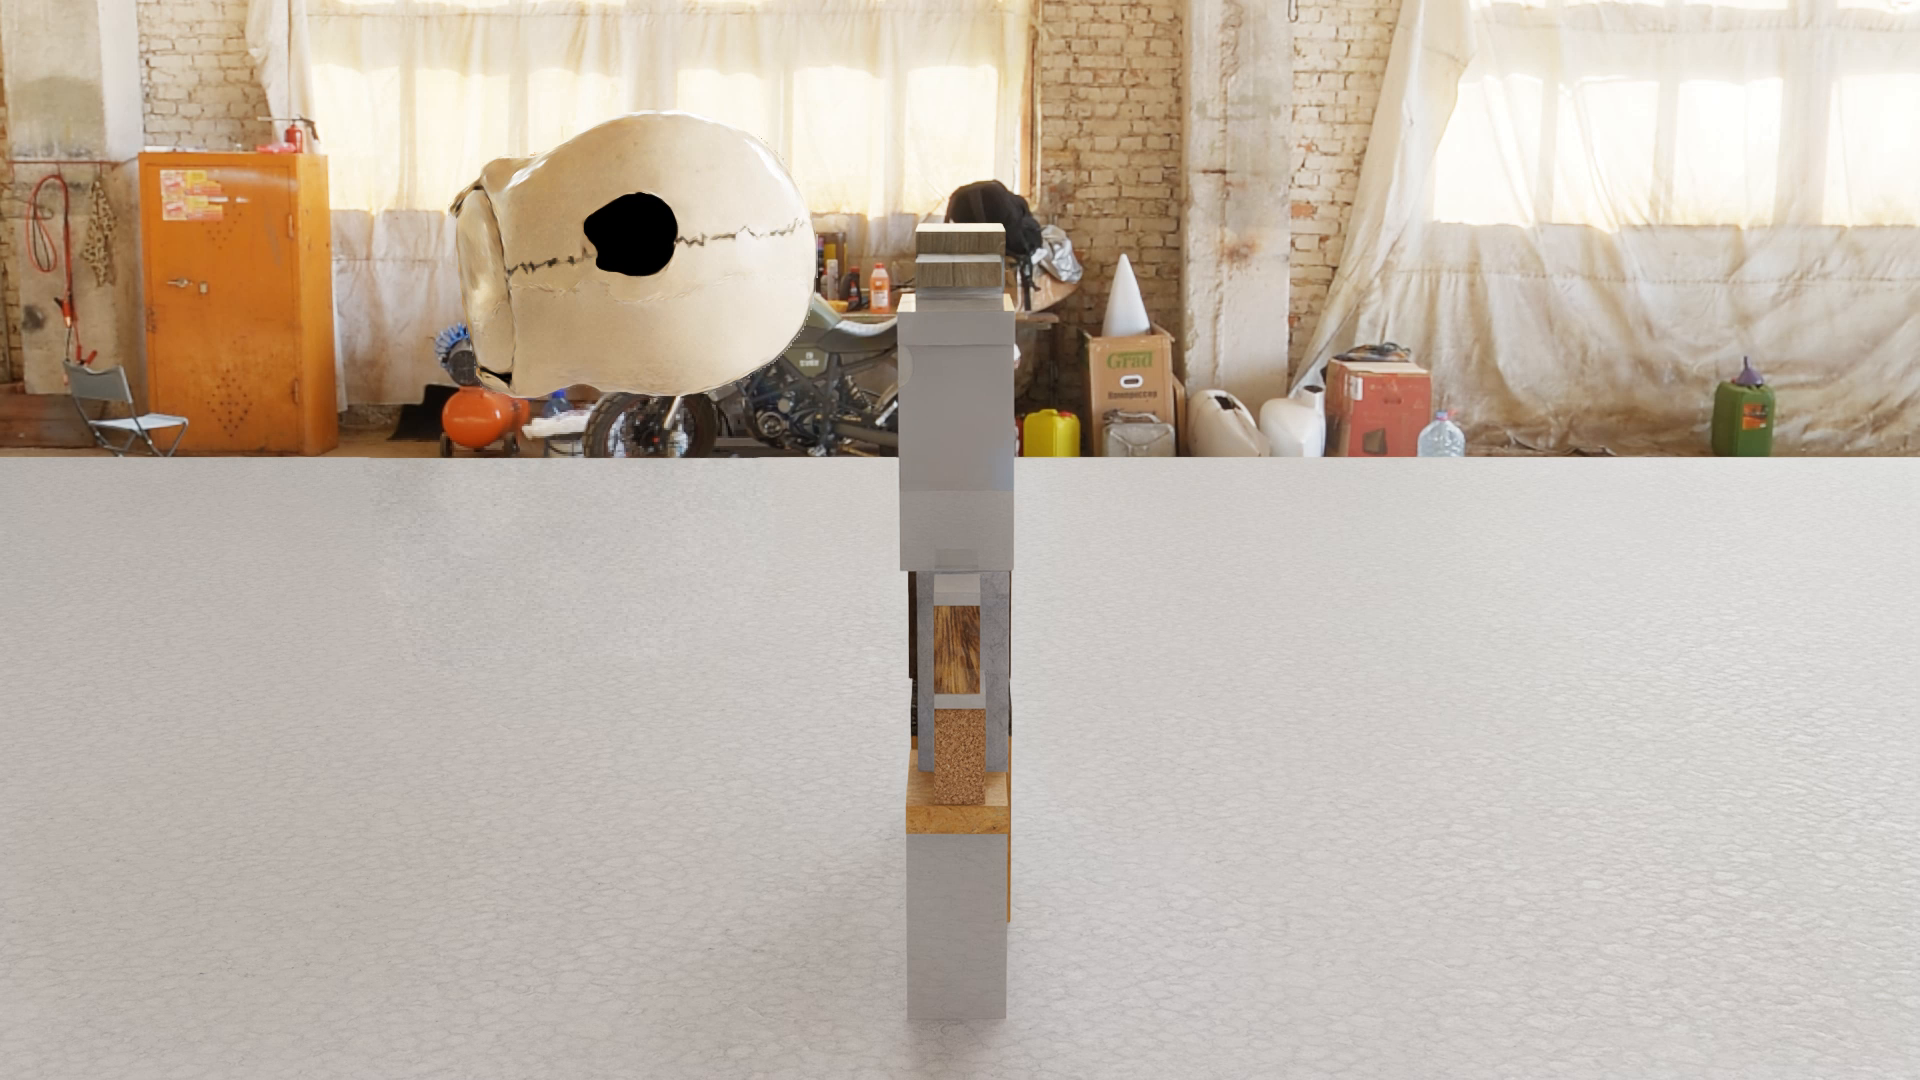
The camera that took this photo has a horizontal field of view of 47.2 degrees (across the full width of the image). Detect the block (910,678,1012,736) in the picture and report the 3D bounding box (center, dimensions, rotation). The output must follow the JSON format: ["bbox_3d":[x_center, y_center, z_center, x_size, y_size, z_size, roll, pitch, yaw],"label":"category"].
[{"bbox_3d":[0.002,0.257,3.601,0.159,0.045,0.318,0,11,0],"label":"block"}]

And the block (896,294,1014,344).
[{"bbox_3d":[-0.006,-0.326,3.225,0.164,0.047,0.329,0,11,0],"label":"block"}]

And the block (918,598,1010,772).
[{"bbox_3d":[0.005,0.206,3.223,0.133,0.266,0.038,0,11,0],"label":"block"}]

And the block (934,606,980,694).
[{"bbox_3d":[-0.004,0.148,3.034,0.063,0.127,0.018,0,11,0],"label":"block"}]

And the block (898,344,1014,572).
[{"bbox_3d":[-0.005,-0.121,3.152,0.164,0.328,0.047,0,11,0],"label":"block"}]

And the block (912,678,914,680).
[{"bbox_3d":[0.000,0.108,3.858,0.169,0.521,0.048,0,11,0],"label":"block"}]

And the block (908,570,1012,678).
[{"bbox_3d":[0.000,0.059,3.620,0.169,0.338,0.048,0,11,0],"label":"block"}]

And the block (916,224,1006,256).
[{"bbox_3d":[0.001,-0.518,3.790,0.149,0.042,0.298,0,11,0],"label":"block"}]

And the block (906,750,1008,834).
[{"bbox_3d":[-0.005,0.365,3.210,0.143,0.040,0.285,0,11,0],"label":"block"}]

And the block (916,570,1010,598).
[{"bbox_3d":[0.004,0.040,3.282,0.133,0.038,0.266,0,11,0],"label":"block"}]

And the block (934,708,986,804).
[{"bbox_3d":[0.000,0.298,3.070,0.071,0.141,0.020,0,11,0],"label":"block"}]

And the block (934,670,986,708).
[{"bbox_3d":[0.000,0.210,3.102,0.071,0.020,0.141,0,11,0],"label":"block"}]

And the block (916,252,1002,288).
[{"bbox_3d":[-0.002,-0.433,3.516,0.133,0.038,0.266,0,10,0],"label":"block"}]

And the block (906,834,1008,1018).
[{"bbox_3d":[-0.005,0.542,3.146,0.143,0.285,0.040,0,11,0],"label":"block"}]

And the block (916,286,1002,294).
[{"bbox_3d":[0.000,-0.150,3.478,0.133,0.505,0.038,0,10,1],"label":"block"}]

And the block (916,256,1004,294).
[{"bbox_3d":[0.000,-0.332,3.724,0.149,0.298,0.042,0,11,0],"label":"block"}]

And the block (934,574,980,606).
[{"bbox_3d":[-0.004,0.069,3.063,0.063,0.018,0.127,0,11,0],"label":"block"}]

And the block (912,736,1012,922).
[{"bbox_3d":[0.002,0.454,3.530,0.159,0.318,0.045,0,11,0],"label":"block"}]
